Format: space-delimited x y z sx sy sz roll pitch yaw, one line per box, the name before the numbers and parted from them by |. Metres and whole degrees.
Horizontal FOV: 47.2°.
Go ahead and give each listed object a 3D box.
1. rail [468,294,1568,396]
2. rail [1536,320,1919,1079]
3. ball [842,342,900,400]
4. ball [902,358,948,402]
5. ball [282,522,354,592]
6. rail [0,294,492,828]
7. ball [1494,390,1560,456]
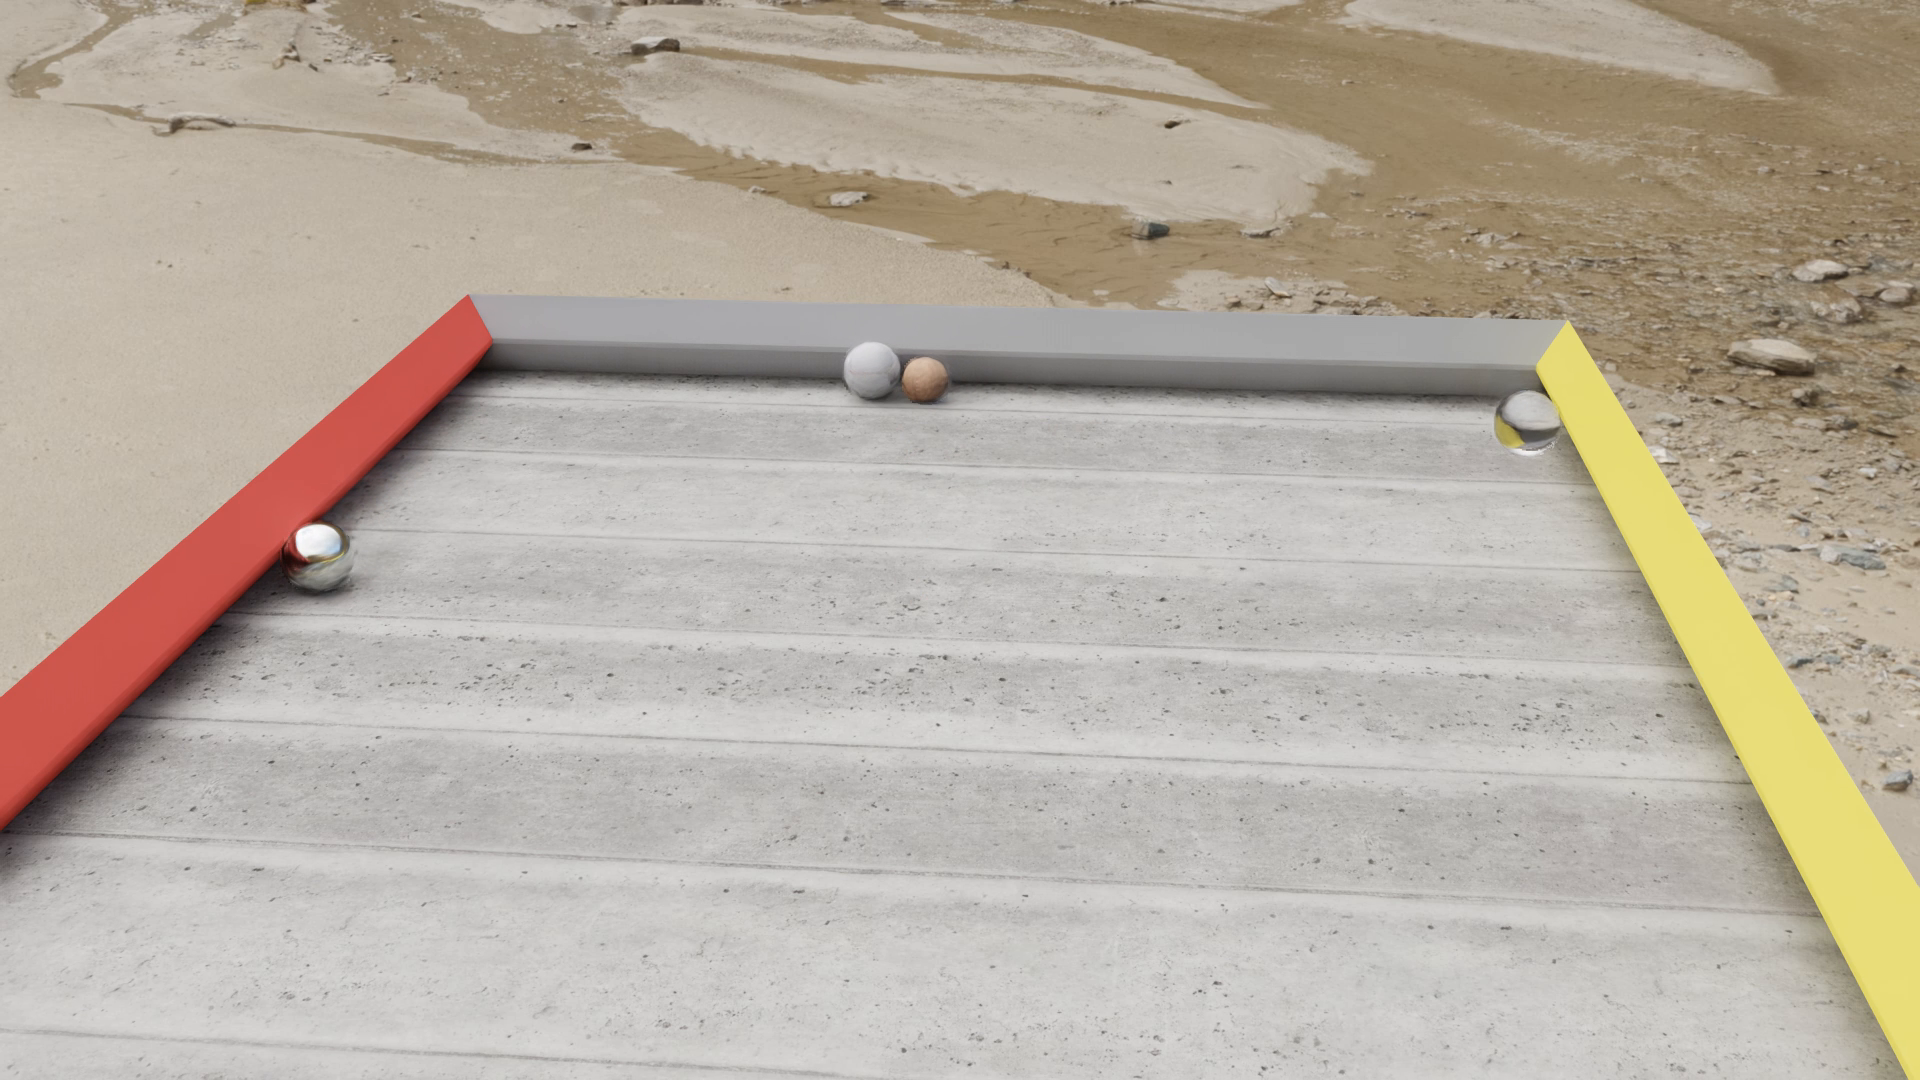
rail | 0.061 -0.260 3.001 1.509 0.107 0.045 2 21 5
rail | 0.665 0.260 1.664 0.045 0.107 2.797 2 21 5
ball | -0.119 -0.228 2.961 0.077 0.077 0.077 0 21 0
ball | -0.046 -0.215 2.950 0.061 0.061 0.061 0 21 0
ball | -0.681 0.017 2.334 0.075 0.075 0.075 0 21 0
rail | -0.791 0.212 1.787 0.045 0.107 2.797 2 21 5
ball | 0.707 -0.146 2.743 0.082 0.082 0.082 0 21 0
